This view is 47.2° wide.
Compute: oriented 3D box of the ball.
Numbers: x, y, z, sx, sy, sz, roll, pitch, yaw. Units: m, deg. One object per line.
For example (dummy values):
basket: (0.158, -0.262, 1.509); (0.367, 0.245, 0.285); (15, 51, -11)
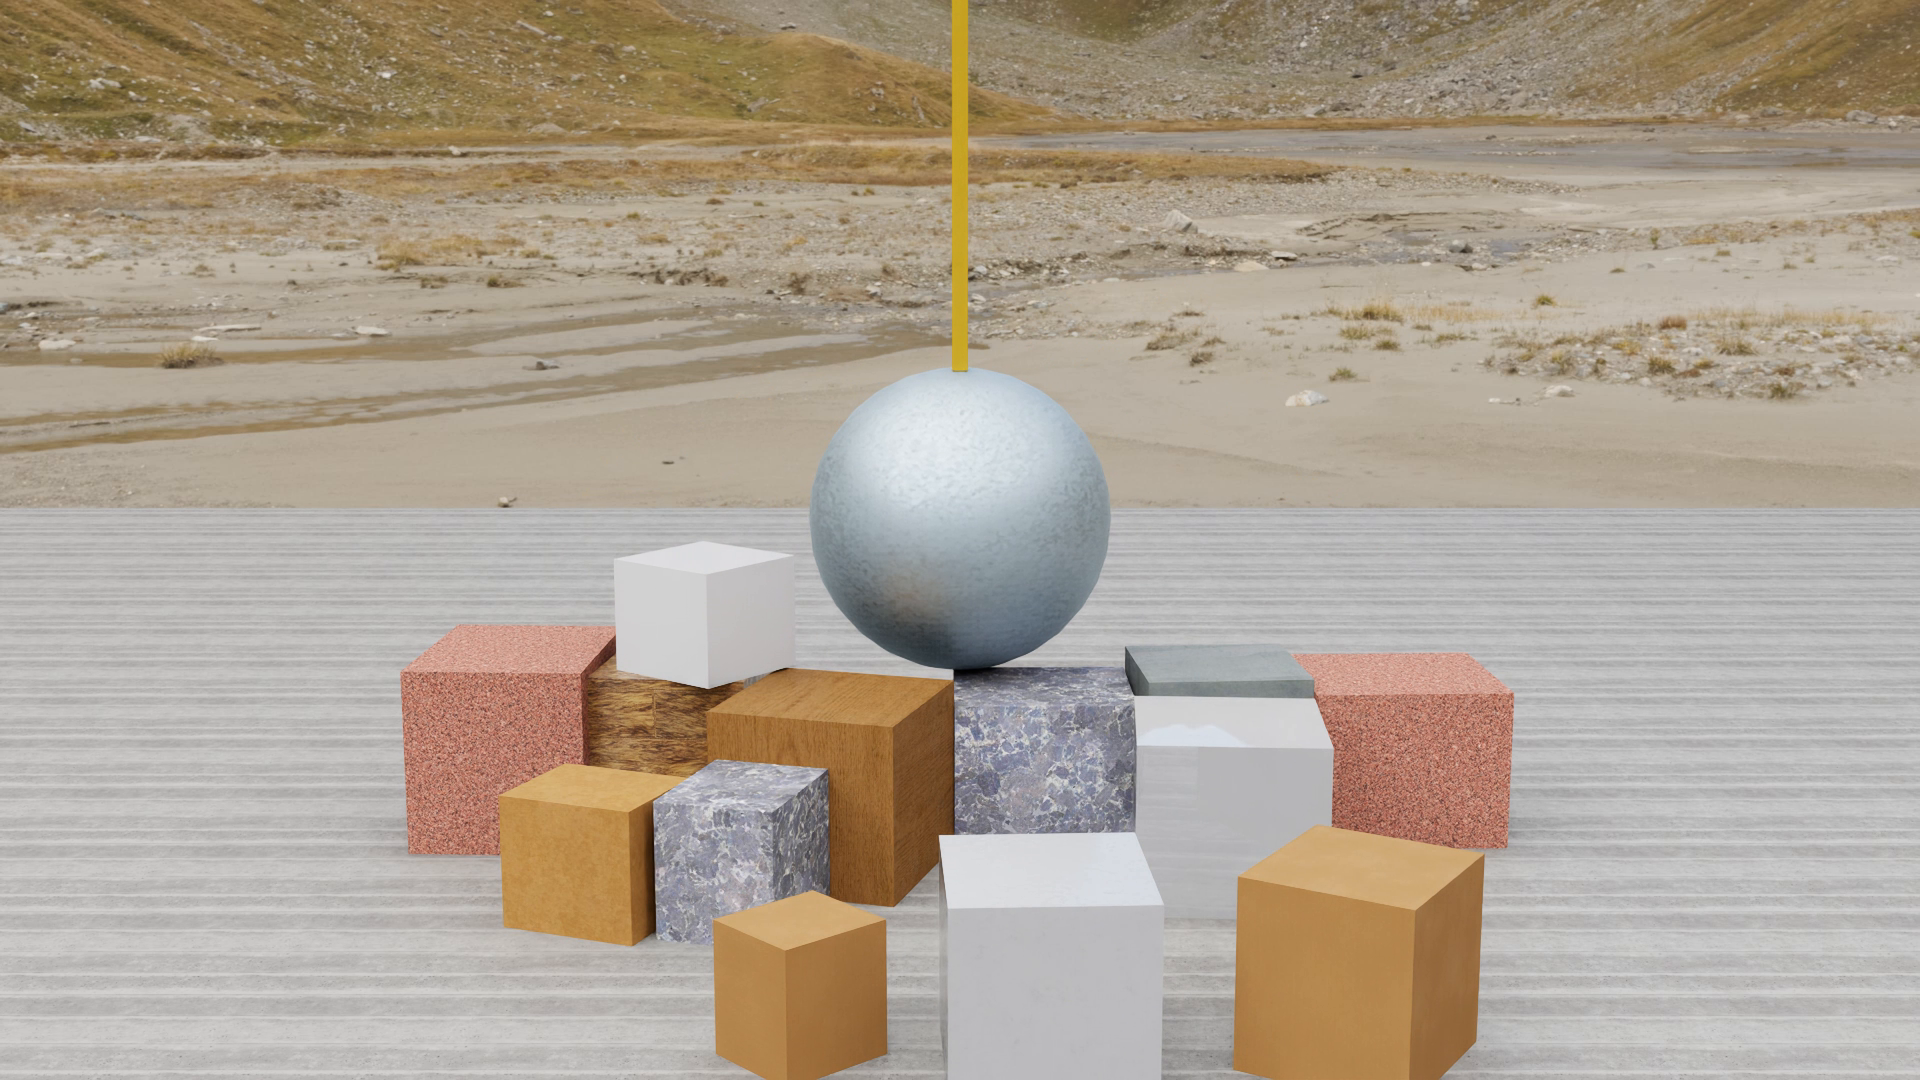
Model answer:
ball: (0.000, -0.113, 11.634); (1.600, 1.600, 1.600); (0, 10, 0)

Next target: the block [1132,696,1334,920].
block: (1.267, 1.251, 10.409); (0.881, 0.814, 0.899); (1, 10, 4)

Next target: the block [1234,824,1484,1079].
block: (1.542, 1.623, 8.479); (0.700, 0.773, 0.756); (6, 12, 31)

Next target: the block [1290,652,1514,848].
block: (2.239, 1.079, 11.392); (0.985, 0.801, 0.884); (0, 10, -2)

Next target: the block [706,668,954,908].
block: (-0.609, 1.175, 10.692); (0.925, 0.863, 0.930); (3, 11, 17)

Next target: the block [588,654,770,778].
block: (-1.413, 1.054, 11.321); (0.789, 0.876, 0.775); (1, 10, 6)

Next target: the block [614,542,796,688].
block: (-1.281, 0.365, 11.075); (0.640, 0.567, 0.632); (8, 13, 37)

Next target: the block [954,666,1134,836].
block: (0.423, 1.113, 11.404); (0.910, 0.731, 0.838); (0, 10, -1)

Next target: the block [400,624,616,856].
block: (-2.279, 1.014, 11.382); (0.893, 0.933, 1.066); (0, 10, 2)

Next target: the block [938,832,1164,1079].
block: (0.328, 1.630, 8.449); (0.786, 0.769, 0.852); (0, 10, -3)

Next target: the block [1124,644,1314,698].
block: (1.318, 1.053, 11.358); (0.830, 0.864, 0.798); (-1, 10, -4)

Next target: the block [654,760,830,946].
block: (-0.979, 1.419, 9.979); (0.562, 0.638, 0.705); (3, 11, 17)

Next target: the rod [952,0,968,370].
rod: (0.000, -3.401, 10.768); (0.080, 5.200, 0.080); (0, 15, 0)

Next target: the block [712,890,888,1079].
block: (-0.617, 1.730, 8.513); (0.493, 0.550, 0.450); (-9, 14, -42)

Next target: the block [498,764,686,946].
block: (-1.651, 1.422, 10.022); (0.665, 0.617, 0.560); (4, 11, 21)
